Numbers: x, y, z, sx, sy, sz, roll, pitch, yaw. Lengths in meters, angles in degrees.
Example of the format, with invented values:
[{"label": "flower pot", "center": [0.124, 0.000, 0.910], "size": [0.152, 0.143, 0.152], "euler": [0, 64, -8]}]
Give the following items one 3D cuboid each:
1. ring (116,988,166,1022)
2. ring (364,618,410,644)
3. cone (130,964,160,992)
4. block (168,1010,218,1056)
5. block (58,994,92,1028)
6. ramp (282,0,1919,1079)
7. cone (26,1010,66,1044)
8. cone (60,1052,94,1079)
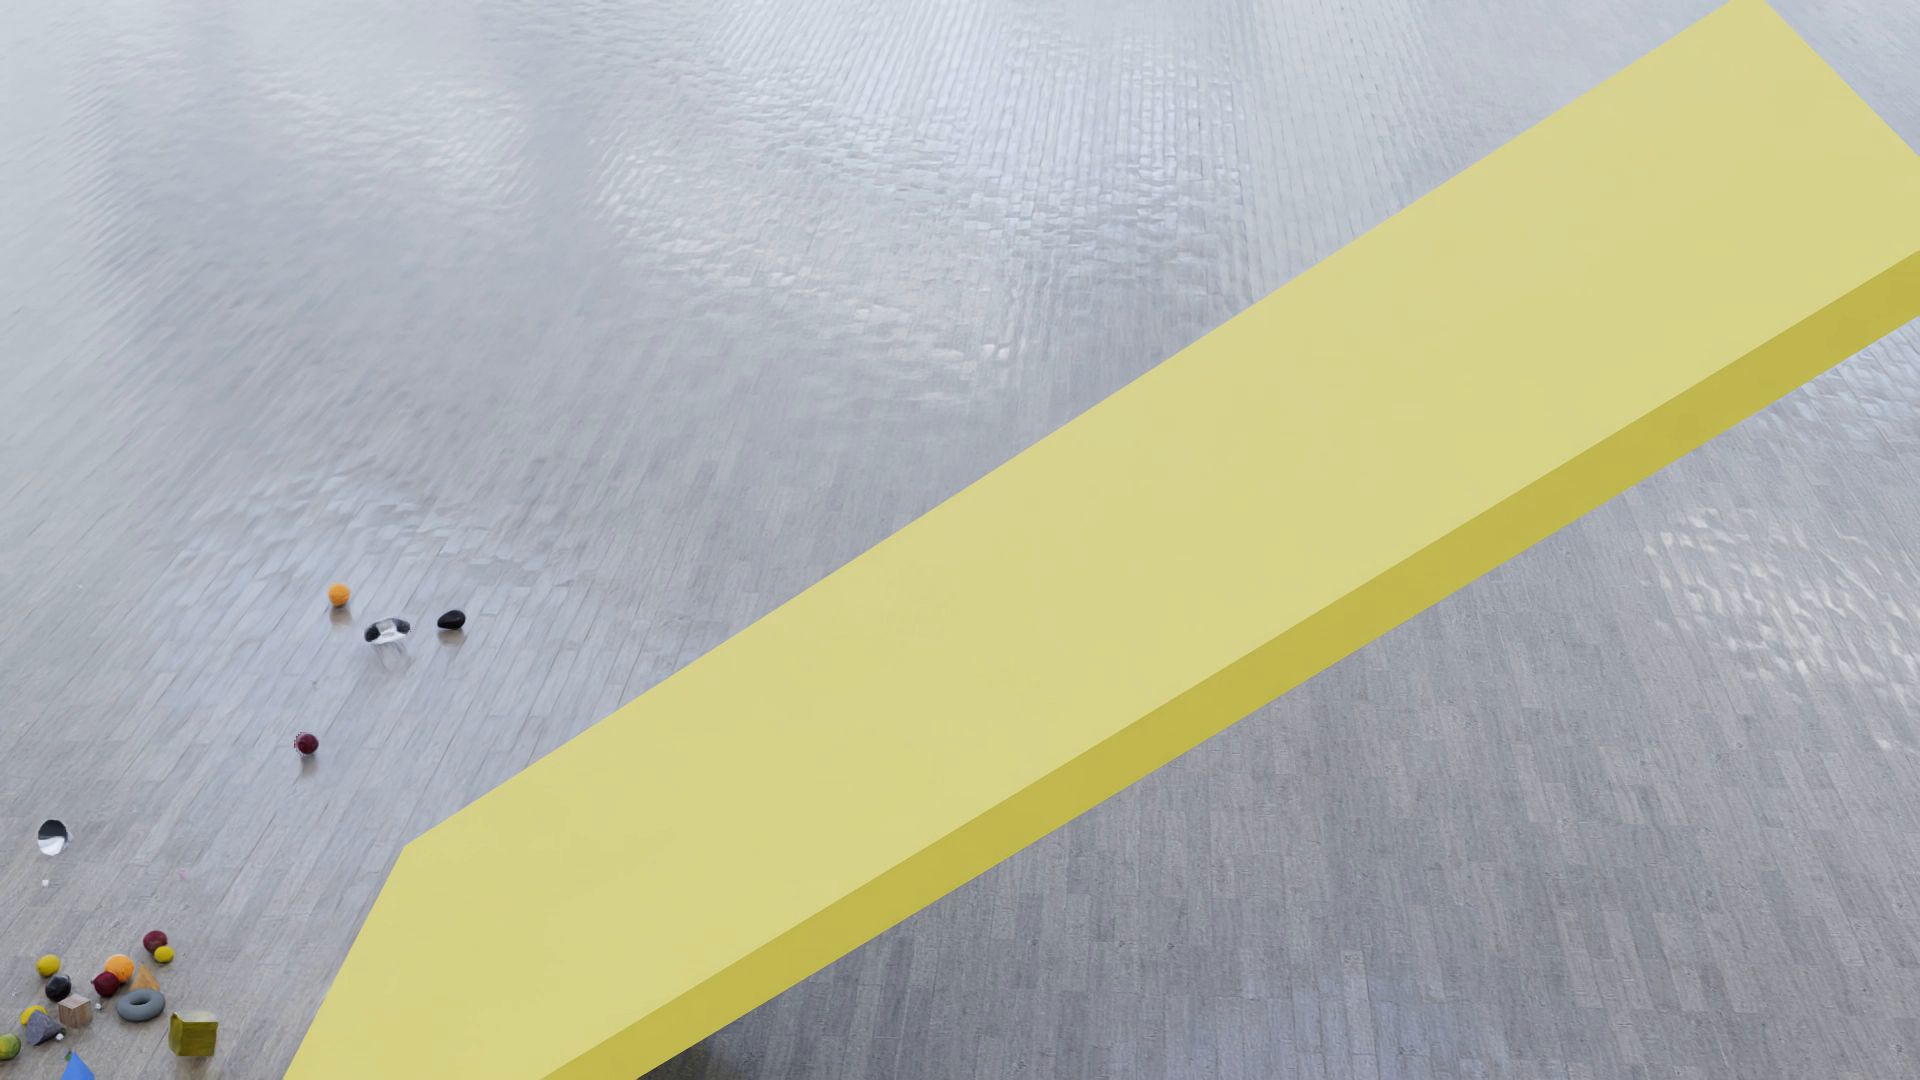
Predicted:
[{"label": "ring", "center": [-1.977, 1.122, 7.099], "size": [0.115, 0.038, 0.115], "euler": [-1, 23, 0]}, {"label": "ring", "center": [-1.784, 0.281, 9.155], "size": [0.147, 0.049, 0.147], "euler": [-16, -14, -4]}, {"label": "cone", "center": [-1.997, 1.065, 7.195], "size": [0.075, 0.075, 0.075], "euler": [0, 21, 0]}, {"label": "block", "center": [-1.795, 1.155, 6.884], "size": [0.084, 0.084, 0.084], "euler": [5, 7, -33]}, {"label": "block", "center": [-2.123, 1.130, 7.056], "size": [0.054, 0.054, 0.054], "euler": [14, 25, 32]}, {"label": "ramp", "center": [0.136, 0.174, 6.306], "size": [4.000, 0.100, 2.000], "euler": [-32, 16, 15]}, {"label": "cone", "center": [-2.162, 1.162, 6.997], "size": [0.083, 0.083, 0.083], "euler": [17, 4, -45]}, {"label": "cone", "center": [-2.047, 1.215, 6.807], "size": [0.077, 0.077, 0.077], "euler": [0, 21, 0]}]
